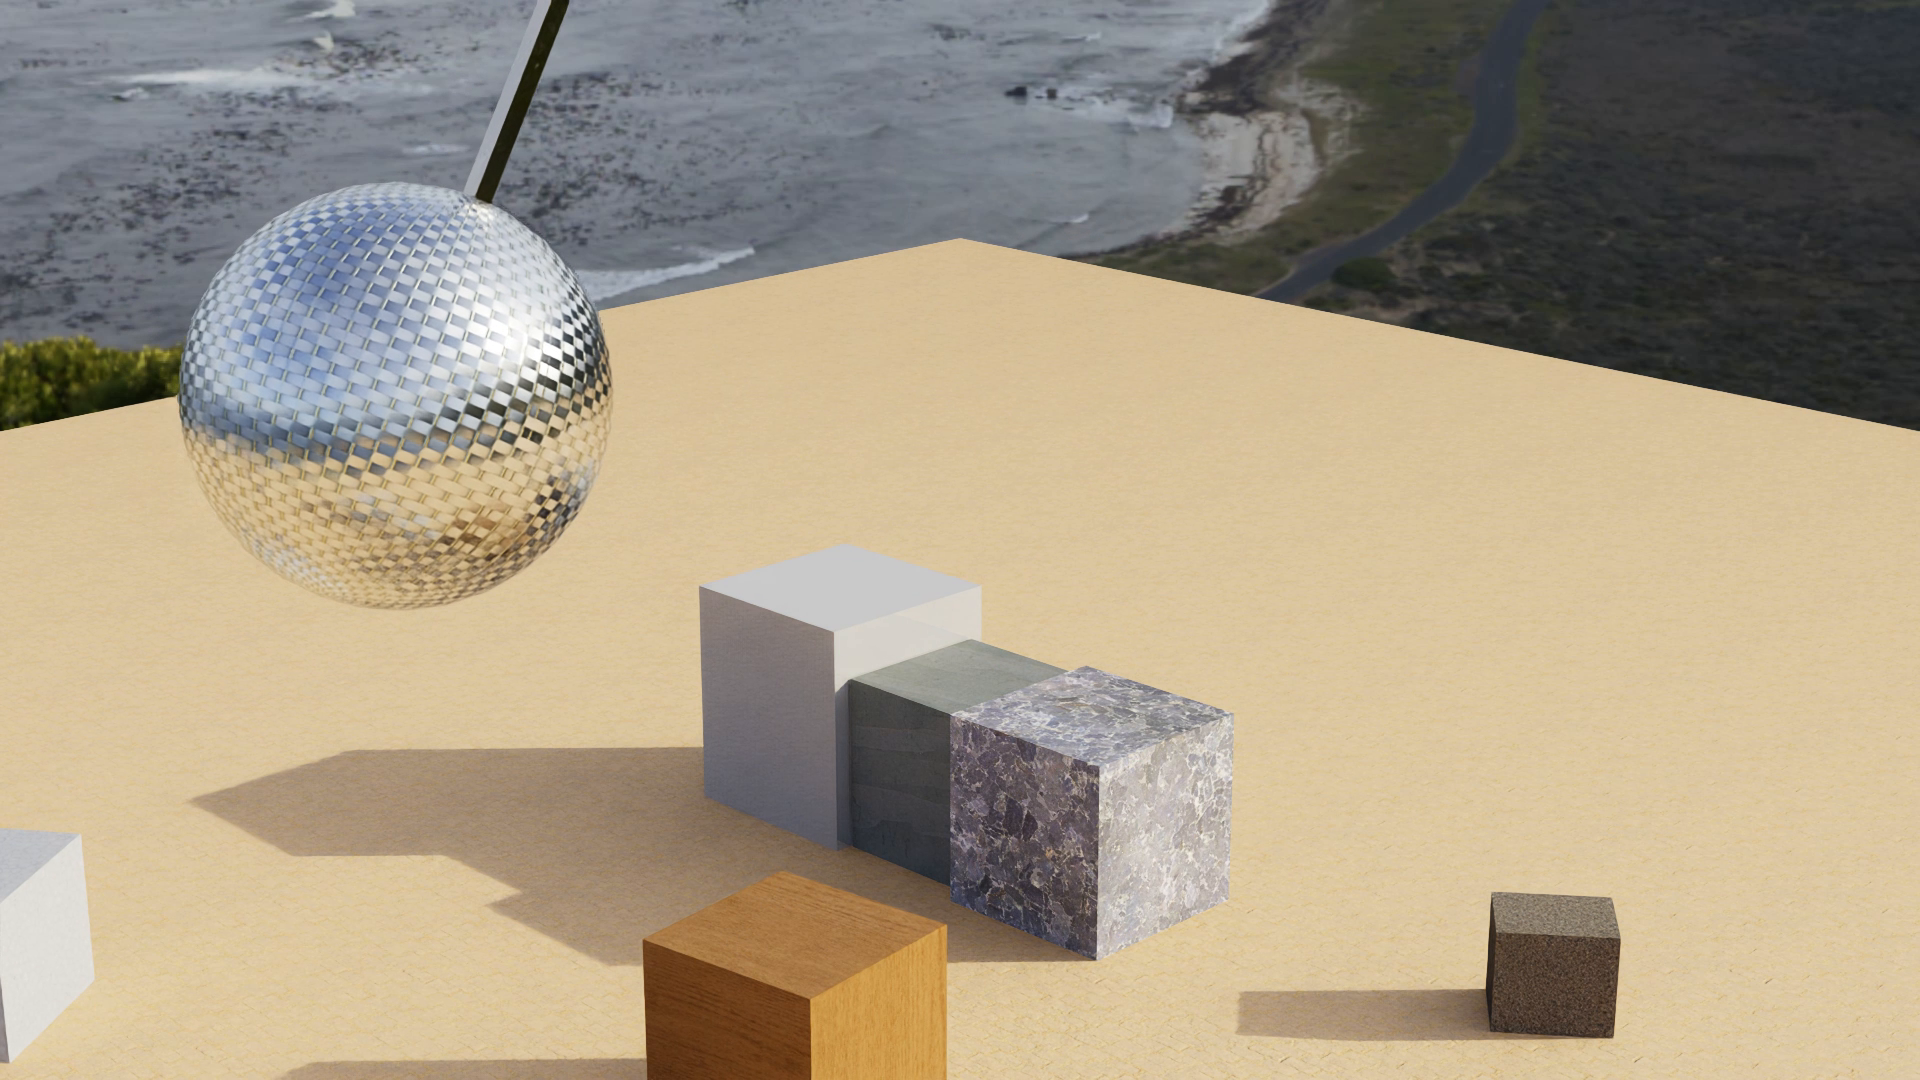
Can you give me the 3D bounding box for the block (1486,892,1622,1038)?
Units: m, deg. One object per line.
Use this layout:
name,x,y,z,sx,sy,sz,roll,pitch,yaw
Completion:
block,2.433,1.744,12.053,0.494,0.446,0.400,2,18,7

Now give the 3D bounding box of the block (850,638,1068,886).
block,0.038,1.035,13.654,0.787,0.838,0.743,-17,24,-42

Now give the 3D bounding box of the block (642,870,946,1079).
block,-0.617,1.853,11.097,0.820,0.810,0.792,13,22,36

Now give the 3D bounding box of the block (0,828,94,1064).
block,-4.046,1.640,12.008,0.647,0.670,0.763,3,18,9

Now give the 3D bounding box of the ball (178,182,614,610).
ball,-2.099,-0.535,10.973,1.600,1.600,1.600,0,17,0

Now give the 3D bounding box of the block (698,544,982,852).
block,-0.574,0.736,14.193,0.958,1.085,0.955,-17,24,-42

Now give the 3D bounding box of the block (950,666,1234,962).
block,0.583,1.193,13.052,0.884,0.896,0.887,16,24,42

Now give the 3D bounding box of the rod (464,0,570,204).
rod,-0.910,-3.711,11.222,0.080,5.200,0.080,17,-6,42
